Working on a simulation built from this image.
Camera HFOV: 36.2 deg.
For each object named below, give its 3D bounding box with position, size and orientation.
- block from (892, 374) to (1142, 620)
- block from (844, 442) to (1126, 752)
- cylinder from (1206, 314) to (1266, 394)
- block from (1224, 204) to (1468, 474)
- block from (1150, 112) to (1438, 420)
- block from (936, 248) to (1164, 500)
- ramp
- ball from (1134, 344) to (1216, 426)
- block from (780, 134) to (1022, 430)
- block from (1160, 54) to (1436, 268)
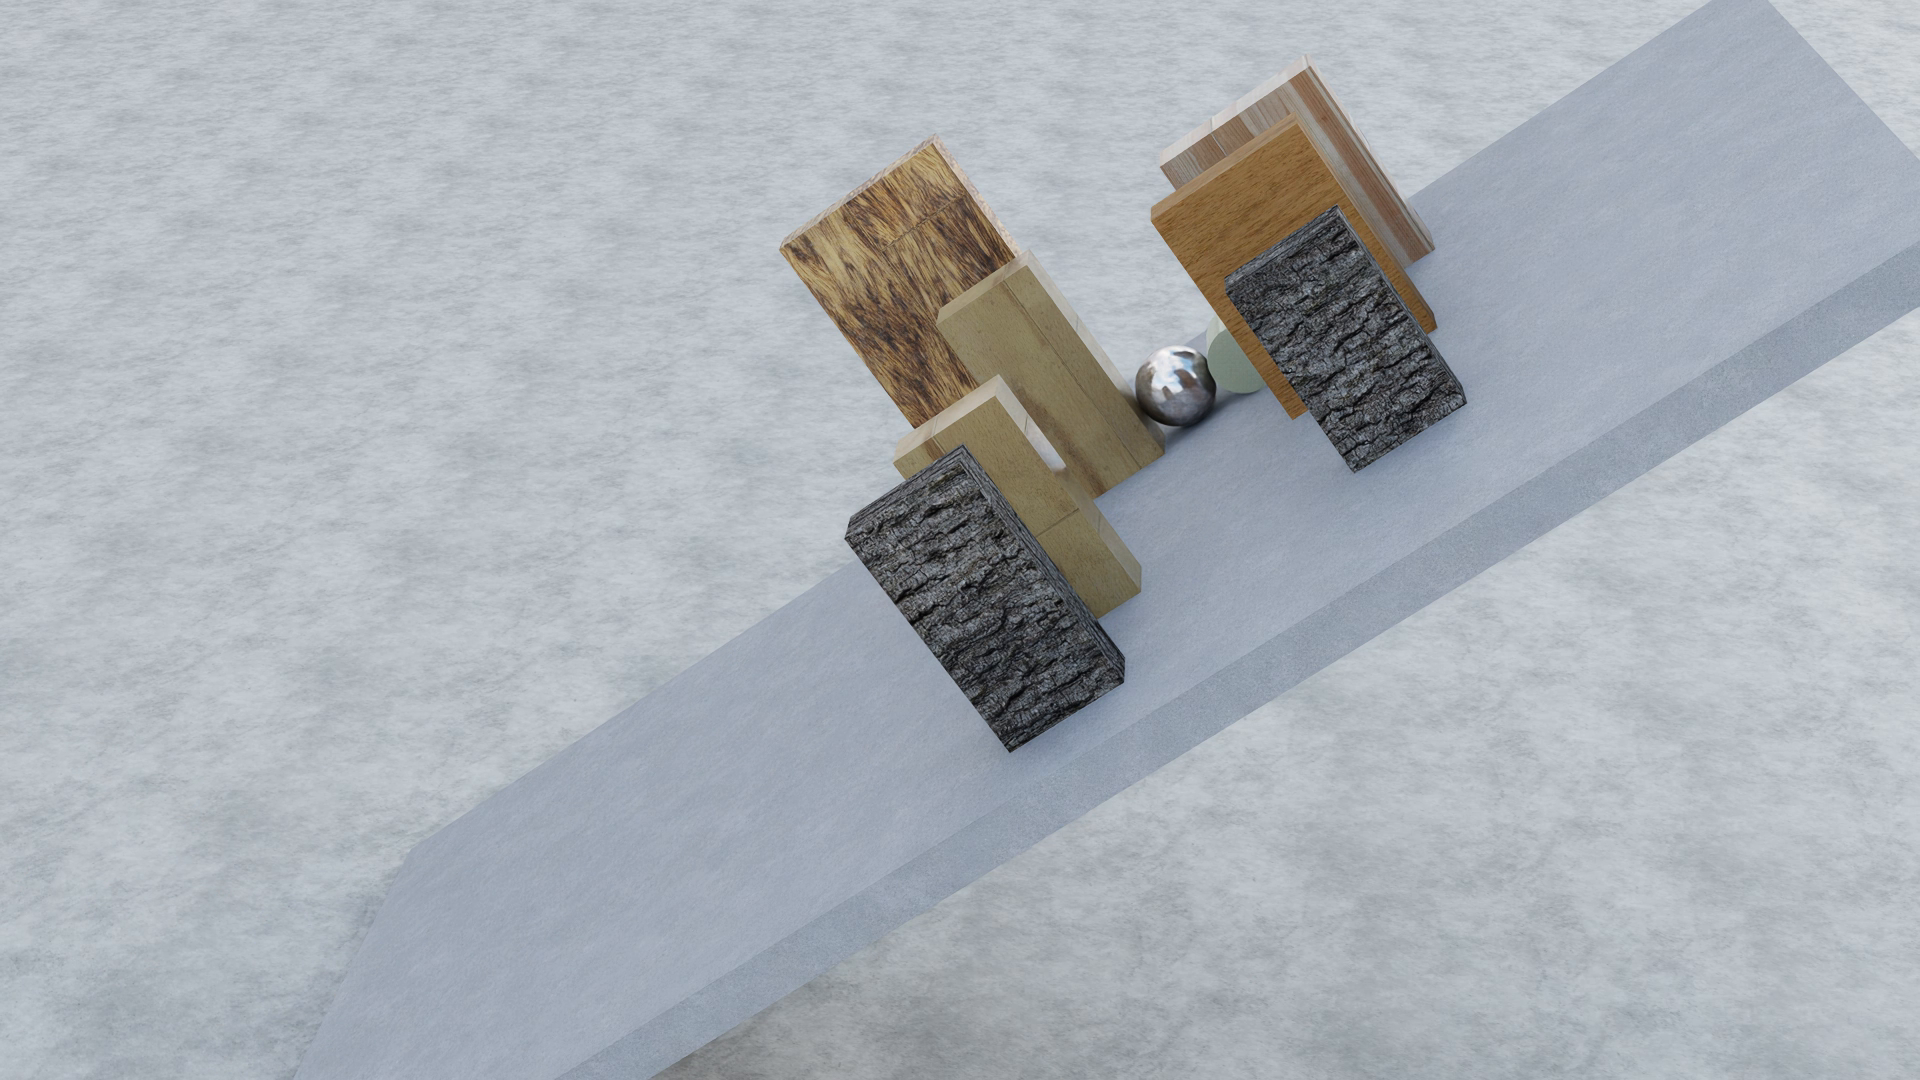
[{"bbox_3d":[0.118,-0.048,5.861,0.247,0.499,0.132,-33,16,15],"label":"block"},{"bbox_3d":[0.050,0.111,5.497,0.262,0.526,0.114,-33,16,15],"label":"block"},{"bbox_3d":[0.623,-0.423,6.482,0.158,0.158,0.158,1,22,3],"label":"cylinder"},{"bbox_3d":[0.732,-0.379,5.582,0.254,0.438,0.103,-33,16,15],"label":"block"},{"bbox_3d":[0.687,-0.561,6.054,0.355,0.521,0.106,-33,16,15],"label":"block"},{"bbox_3d":[0.203,-0.351,6.499,0.243,0.527,0.126,-33,16,15],"label":"block"},{"bbox_3d":[0.134,0.175,6.310,4.000,0.100,2.000,-33,16,15],"label":"ramp"},{"bbox_3d":[0.478,-0.342,6.519,0.182,0.182,0.182,0,22,0],"label":"ball"},{"bbox_3d":[-0.010,-0.510,6.946,0.445,0.784,0.099,-33,16,15],"label":"block"},{"bbox_3d":[0.746,-0.753,6.521,0.393,0.498,0.129,-33,16,15],"label":"block"}]
